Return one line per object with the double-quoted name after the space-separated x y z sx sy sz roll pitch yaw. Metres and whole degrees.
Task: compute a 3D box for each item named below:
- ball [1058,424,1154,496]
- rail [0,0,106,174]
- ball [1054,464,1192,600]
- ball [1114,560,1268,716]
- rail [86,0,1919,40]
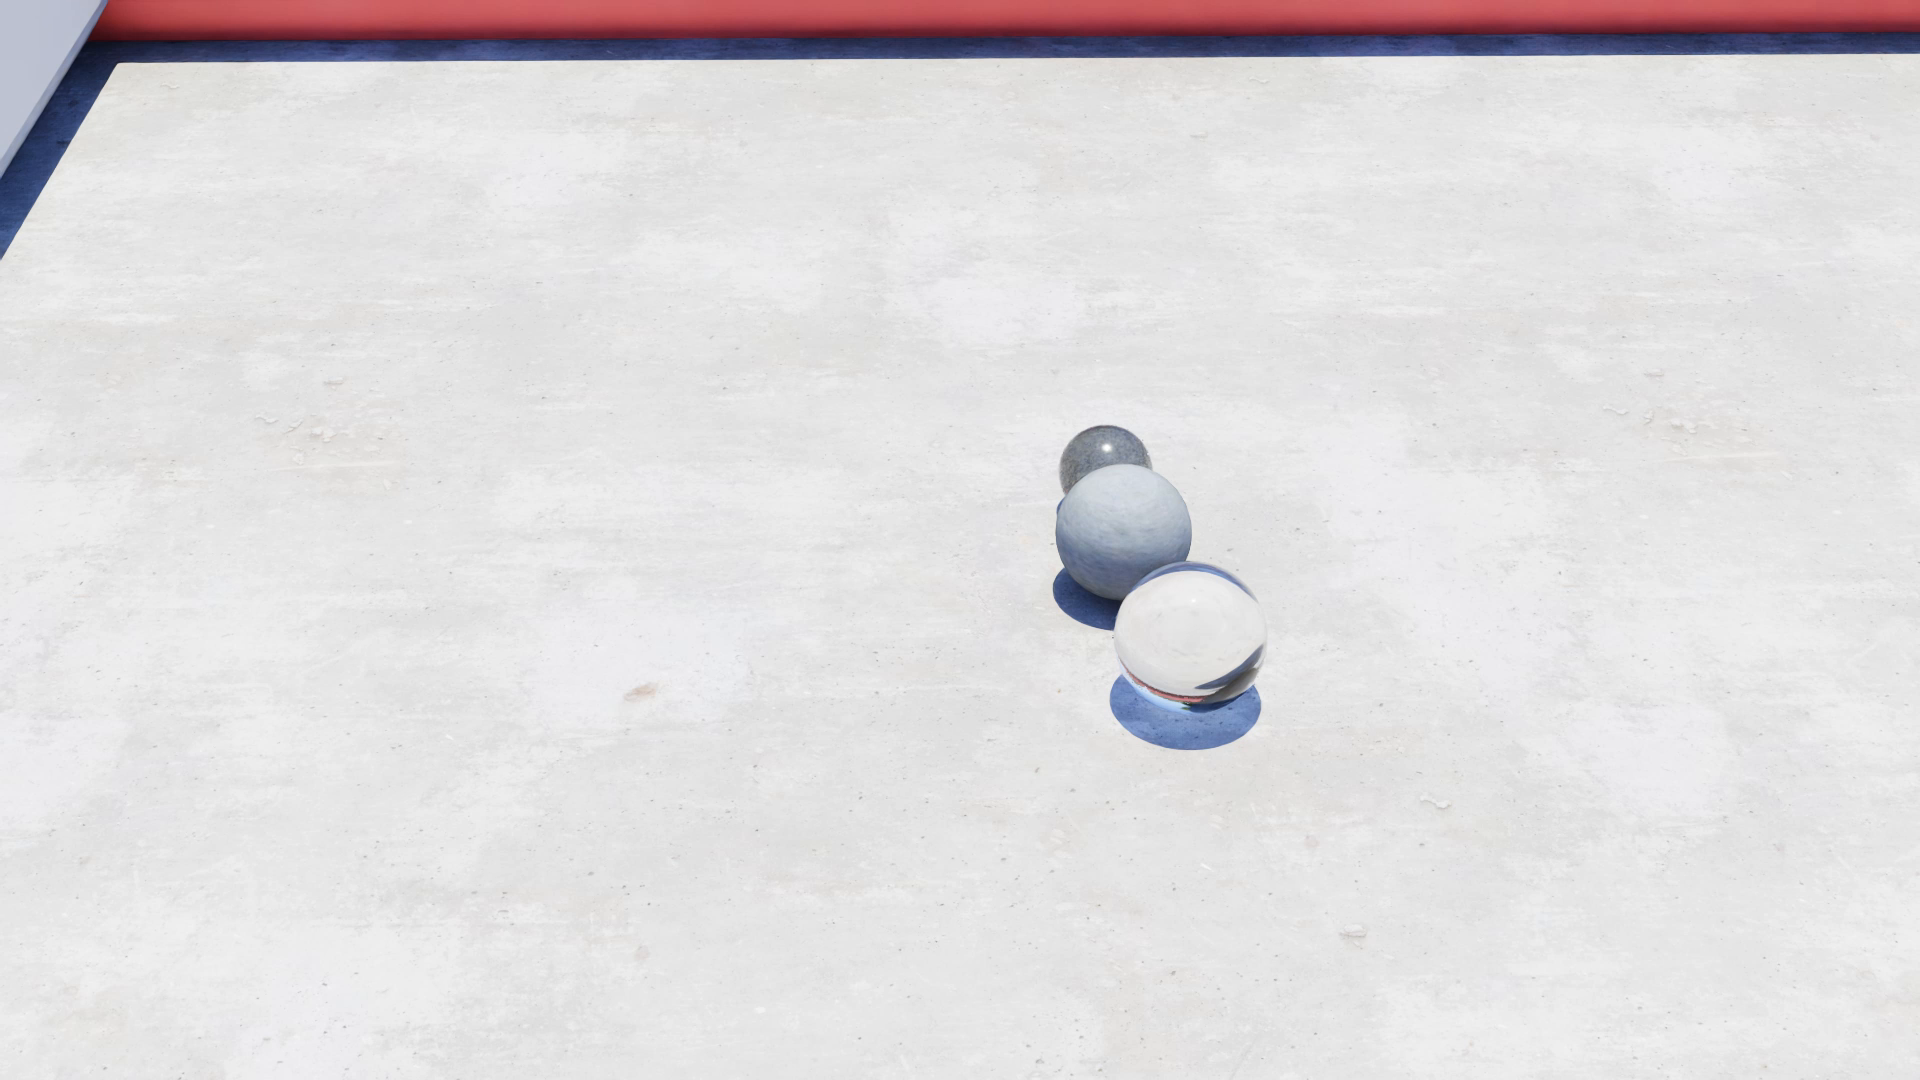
0.101 -0.047 1.781 0.066 0.066 0.066 0 36 0 "ball"
-0.797 -0.012 1.679 0.045 0.125 1.766 0 36 -1 "rail"
0.108 -0.005 1.701 0.091 0.091 0.091 0 36 0 "ball"
0.144 0.061 1.604 0.097 0.097 0.097 0 36 0 "ball"
0.810 -0.523 2.393 3.281 0.125 0.045 0 36 -1 "rail"
